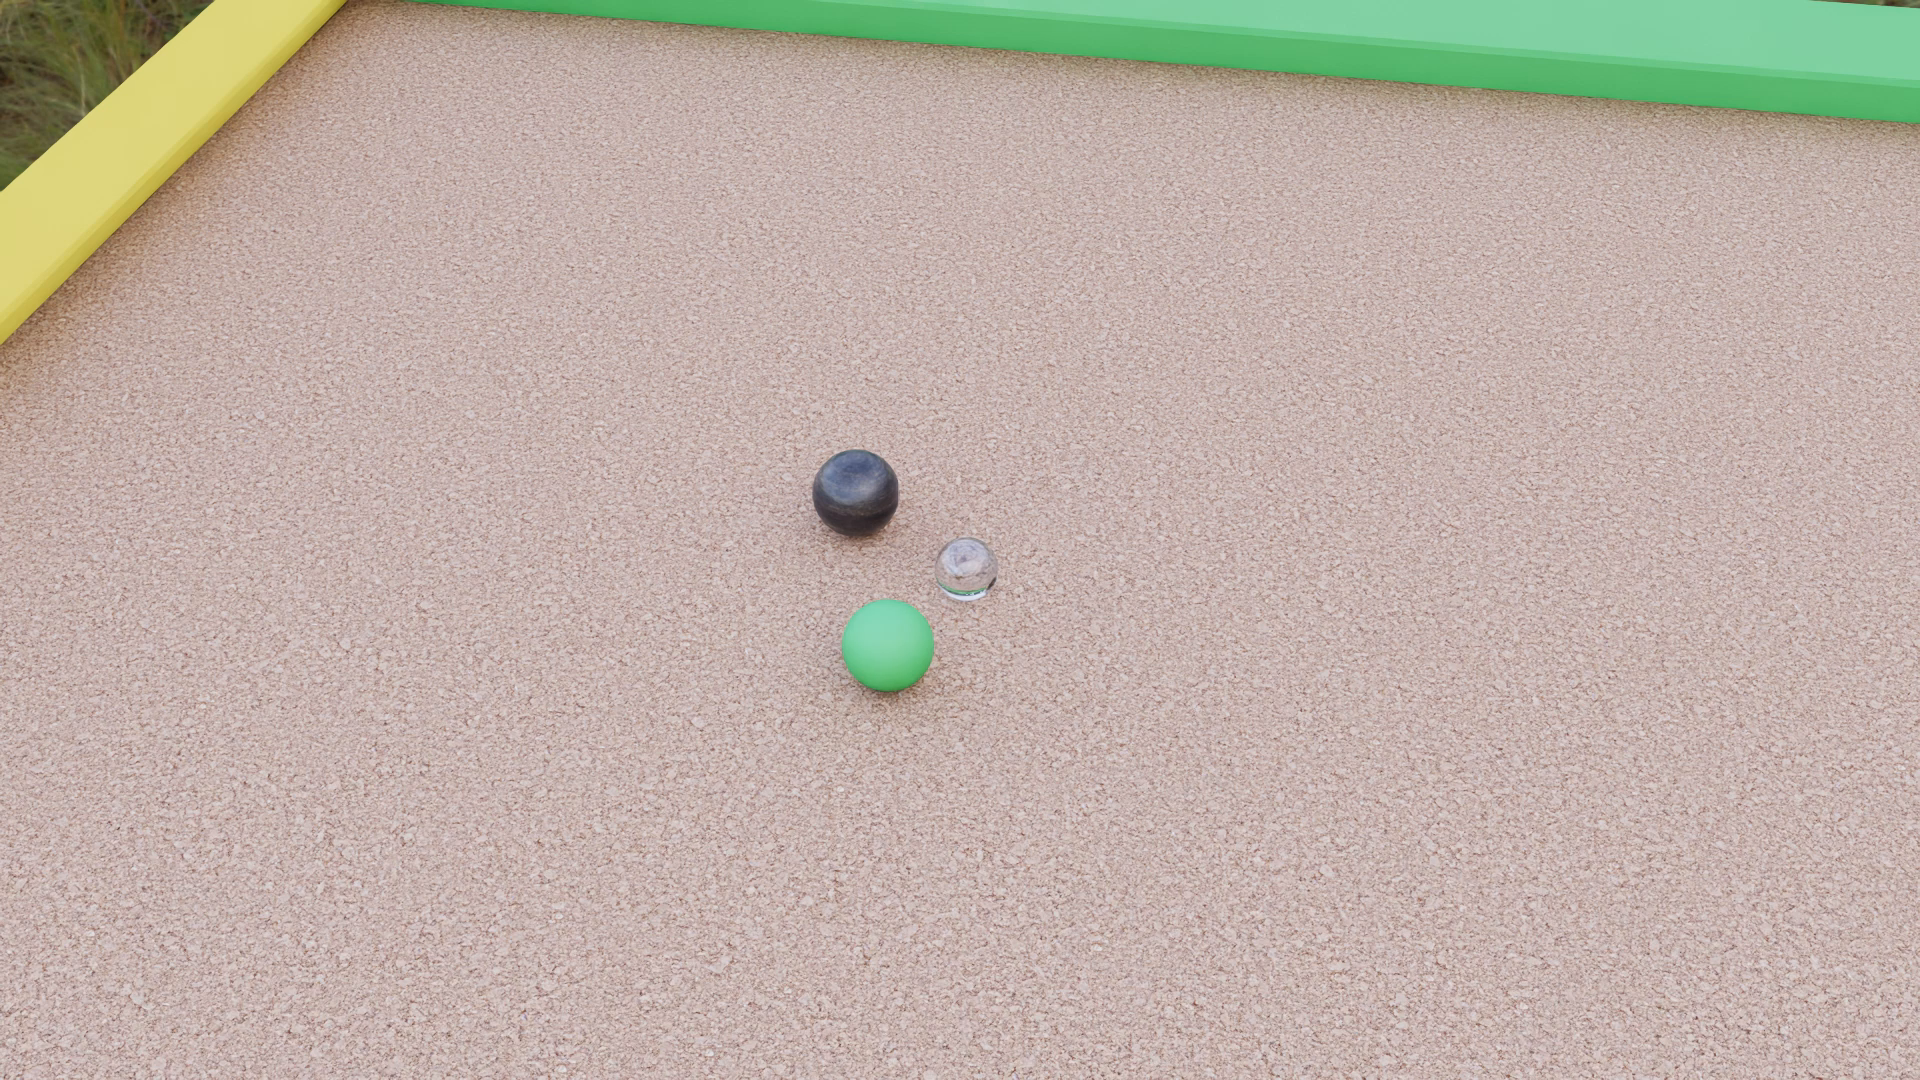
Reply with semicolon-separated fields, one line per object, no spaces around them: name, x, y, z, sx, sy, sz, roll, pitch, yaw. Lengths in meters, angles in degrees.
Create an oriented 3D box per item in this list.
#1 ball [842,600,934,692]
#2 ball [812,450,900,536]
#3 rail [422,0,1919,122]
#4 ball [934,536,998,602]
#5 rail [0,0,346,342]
ball;-0.051;0.075;1.825;0.066;0.066;0.066;0;34;0
ball;-0.080;-0.036;1.985;0.068;0.068;0.068;0;34;0
rail;1.060;-0.452;2.544;3.568;0.120;0.045;6;35;9
ball;0.005;0.022;1.918;0.048;0.048;0.048;0;34;0
rail;-0.852;-0.121;2.061;0.045;0.120;1.942;6;35;9
